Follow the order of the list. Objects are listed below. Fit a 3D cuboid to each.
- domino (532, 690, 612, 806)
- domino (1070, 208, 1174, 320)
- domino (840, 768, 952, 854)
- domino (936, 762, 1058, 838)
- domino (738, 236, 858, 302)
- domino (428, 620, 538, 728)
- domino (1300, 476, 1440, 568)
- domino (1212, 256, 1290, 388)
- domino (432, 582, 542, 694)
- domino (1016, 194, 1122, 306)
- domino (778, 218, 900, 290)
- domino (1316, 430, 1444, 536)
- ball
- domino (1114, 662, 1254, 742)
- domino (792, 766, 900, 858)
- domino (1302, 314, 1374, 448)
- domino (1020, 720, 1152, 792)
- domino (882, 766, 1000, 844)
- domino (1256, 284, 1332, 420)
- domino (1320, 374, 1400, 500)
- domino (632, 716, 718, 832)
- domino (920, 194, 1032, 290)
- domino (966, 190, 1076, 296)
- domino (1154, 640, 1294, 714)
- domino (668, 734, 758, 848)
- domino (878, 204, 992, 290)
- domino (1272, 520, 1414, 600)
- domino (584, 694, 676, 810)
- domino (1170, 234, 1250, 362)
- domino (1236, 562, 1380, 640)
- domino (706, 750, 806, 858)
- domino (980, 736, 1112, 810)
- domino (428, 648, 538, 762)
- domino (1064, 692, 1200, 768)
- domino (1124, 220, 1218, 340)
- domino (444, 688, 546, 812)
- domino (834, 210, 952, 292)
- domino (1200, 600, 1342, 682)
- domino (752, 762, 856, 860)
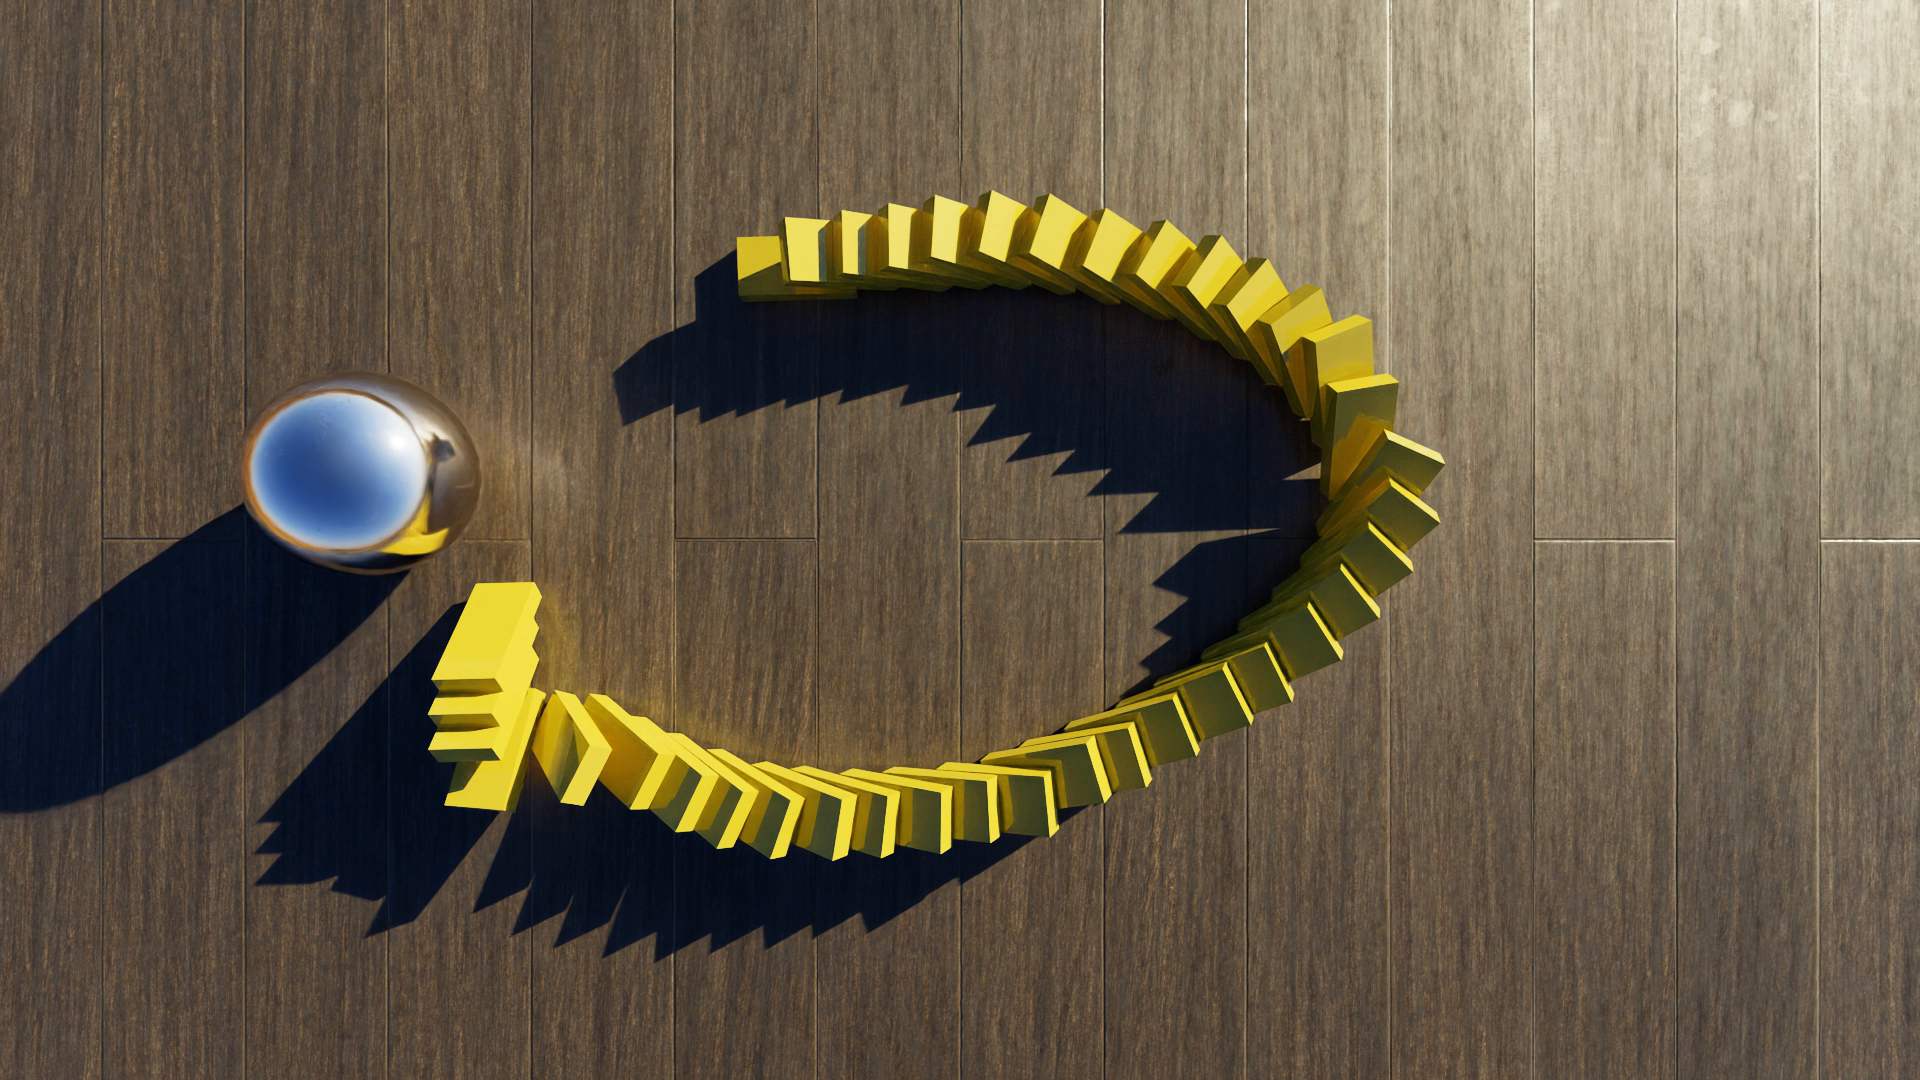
[{"bbox_3d":[-0.162,0.085,0.378,0.010,0.050,0.025,27,90,-43],"label":"domino"},{"bbox_3d":[0.073,-0.115,0.384,0.050,0.010,0.025,22,90,-28],"label":"domino"},{"bbox_3d":[-0.027,0.113,0.383,0.050,0.010,0.025,2,92,29],"label":"domino"},{"bbox_3d":[0.015,0.108,0.383,0.050,0.009,0.025,-4,94,28],"label":"domino"},{"bbox_3d":[-0.070,-0.117,0.395,0.050,0.009,0.025,-2,90,0],"label":"domino"},{"bbox_3d":[-0.196,0.053,0.379,0.025,0.009,0.050,-1,46,0],"label":"domino"},{"bbox_3d":[0.170,0.000,0.382,0.025,0.010,0.050,36,122,-4],"label":"domino"},{"bbox_3d":[0.128,-0.090,0.382,0.025,0.009,0.050,-49,123,-1],"label":"domino"},{"bbox_3d":[-0.195,0.040,0.379,0.025,0.010,0.050,-1,46,0],"label":"domino"},{"bbox_3d":[0.050,-0.120,0.383,0.050,0.009,0.025,19,90,-31],"label":"domino"},{"bbox_3d":[-0.049,-0.119,0.383,0.050,0.009,0.025,-6,92,-29],"label":"domino"},{"bbox_3d":[0.174,-0.019,0.382,0.025,0.009,0.050,23,124,-1],"label":"domino"},{"bbox_3d":[-0.233,-0.026,0.360,0.080,0.080,0.080,0,90,0],"label":"ball"},{"bbox_3d":[0.093,0.072,0.384,0.050,0.009,0.025,-27,90,27],"label":"domino"},{"bbox_3d":[-0.050,0.113,0.384,0.050,0.010,0.025,6,90,29],"label":"domino"},{"bbox_3d":[0.159,-0.065,0.382,0.025,0.010,0.050,-22,121,-4],"label":"domino"},{"bbox_3d":[0.052,0.093,0.384,0.050,0.009,0.025,-17,90,27],"label":"domino"},{"bbox_3d":[-0.008,0.110,0.384,0.050,0.009,0.025,-3,90,28],"label":"domino"},{"bbox_3d":[0.145,-0.078,0.382,0.025,0.009,0.050,-36,123,-1],"label":"domino"},{"bbox_3d":[0.166,-0.042,0.383,0.025,0.009,0.050,-9,122,0],"label":"domino"},{"bbox_3d":[-0.125,0.097,0.382,0.050,0.010,0.025,26,90,31],"label":"domino"},{"bbox_3d":[0.008,-0.123,0.382,0.050,0.010,0.025,5,86,-32],"label":"domino"},{"bbox_3d":[0.028,-0.123,0.382,0.050,0.009,0.025,13,88,-32],"label":"domino"},{"bbox_3d":[0.110,0.063,0.384,0.050,0.009,0.025,-26,90,27],"label":"domino"},{"bbox_3d":[-0.109,0.104,0.383,0.050,0.010,0.025,25,90,30],"label":"domino"},{"bbox_3d":[-0.010,-0.122,0.382,0.050,0.010,0.025,0,89,-33],"label":"domino"},{"bbox_3d":[0.158,0.017,0.382,0.025,0.009,0.050,44,122,-2],"label":"domino"},{"bbox_3d":[-0.143,0.088,0.383,0.050,0.010,0.025,27,90,31],"label":"domino"},{"bbox_3d":[0.112,-0.100,0.382,0.050,0.009,0.025,36,88,-34],"label":"domino"},{"bbox_3d":[0.145,0.033,0.383,0.050,0.010,0.025,-38,91,31],"label":"domino"},{"bbox_3d":[-0.090,0.109,0.383,0.050,0.009,0.025,20,90,31],"label":"domino"},{"bbox_3d":[0.035,0.099,0.382,0.050,0.010,0.025,-17,90,29],"label":"domino"},{"bbox_3d":[-0.196,0.067,0.379,0.025,0.010,0.050,-1,46,0],"label":"domino"},{"bbox_3d":[0.072,0.083,0.385,0.050,0.010,0.025,-22,90,27],"label":"domino"},{"bbox_3d":[0.094,-0.108,0.384,0.050,0.009,0.025,30,90,-27],"label":"domino"},{"bbox_3d":[-0.195,0.087,0.385,0.025,0.009,0.050,3,68,5],"label":"domino"},{"bbox_3d":[-0.028,-0.120,0.384,0.050,0.010,0.025,-1,90,-29],"label":"domino"},{"bbox_3d":[0.130,0.048,0.383,0.050,0.010,0.025,-32,90,31],"label":"domino"},{"bbox_3d":[-0.067,0.112,0.382,0.050,0.010,0.025,10,92,31],"label":"domino"}]
